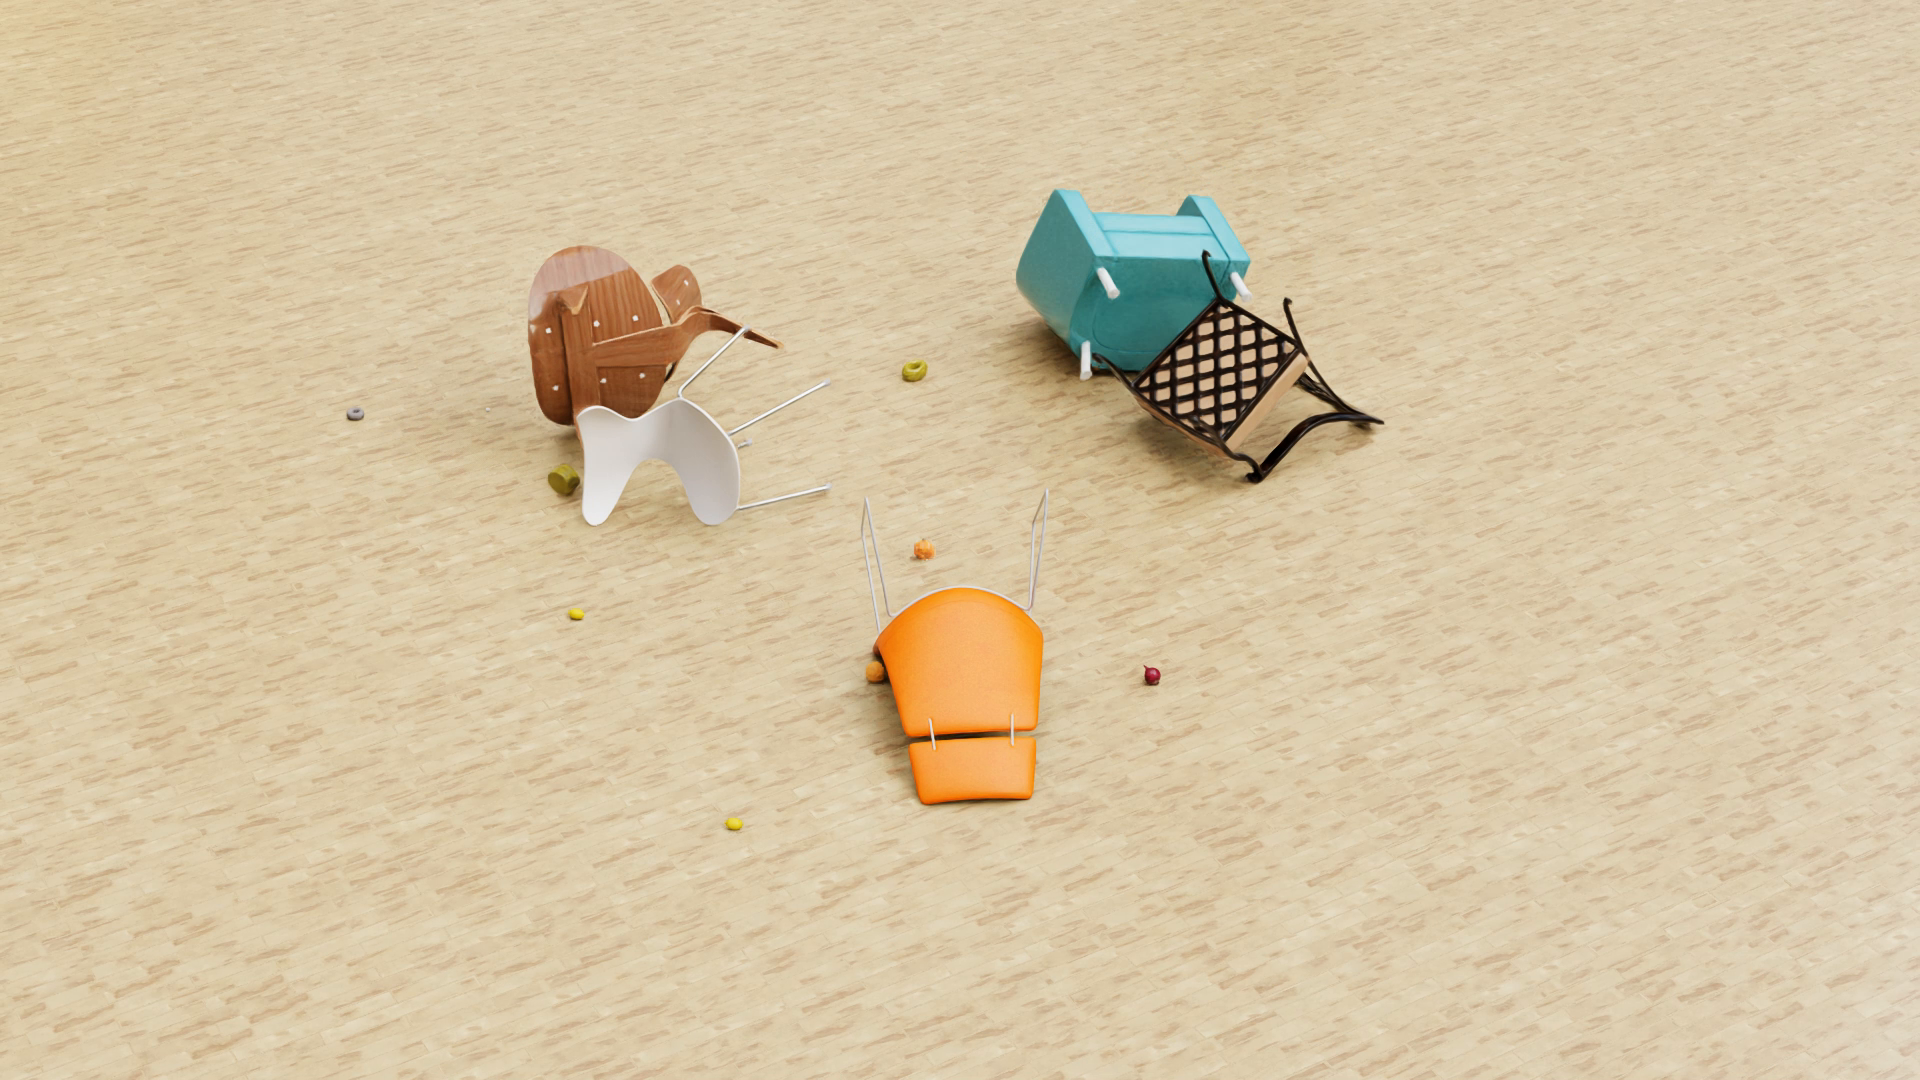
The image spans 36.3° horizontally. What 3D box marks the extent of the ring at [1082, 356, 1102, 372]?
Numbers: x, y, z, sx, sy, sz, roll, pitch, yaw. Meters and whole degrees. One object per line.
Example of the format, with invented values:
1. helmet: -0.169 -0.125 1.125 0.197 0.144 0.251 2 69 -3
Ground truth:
1. ring: 0.539 -0.720 11.998 0.087 0.042 0.080 20 38 27

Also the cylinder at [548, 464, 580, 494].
1. cylinder: -1.513 -0.230 11.207 0.105 0.094 0.065 27 41 25

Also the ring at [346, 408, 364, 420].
1. ring: -2.408 -0.503 11.679 0.072 0.033 0.066 12 37 16

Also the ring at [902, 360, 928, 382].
1. ring: -0.185 -0.690 11.940 0.125 0.058 0.085 -30 50 -33
